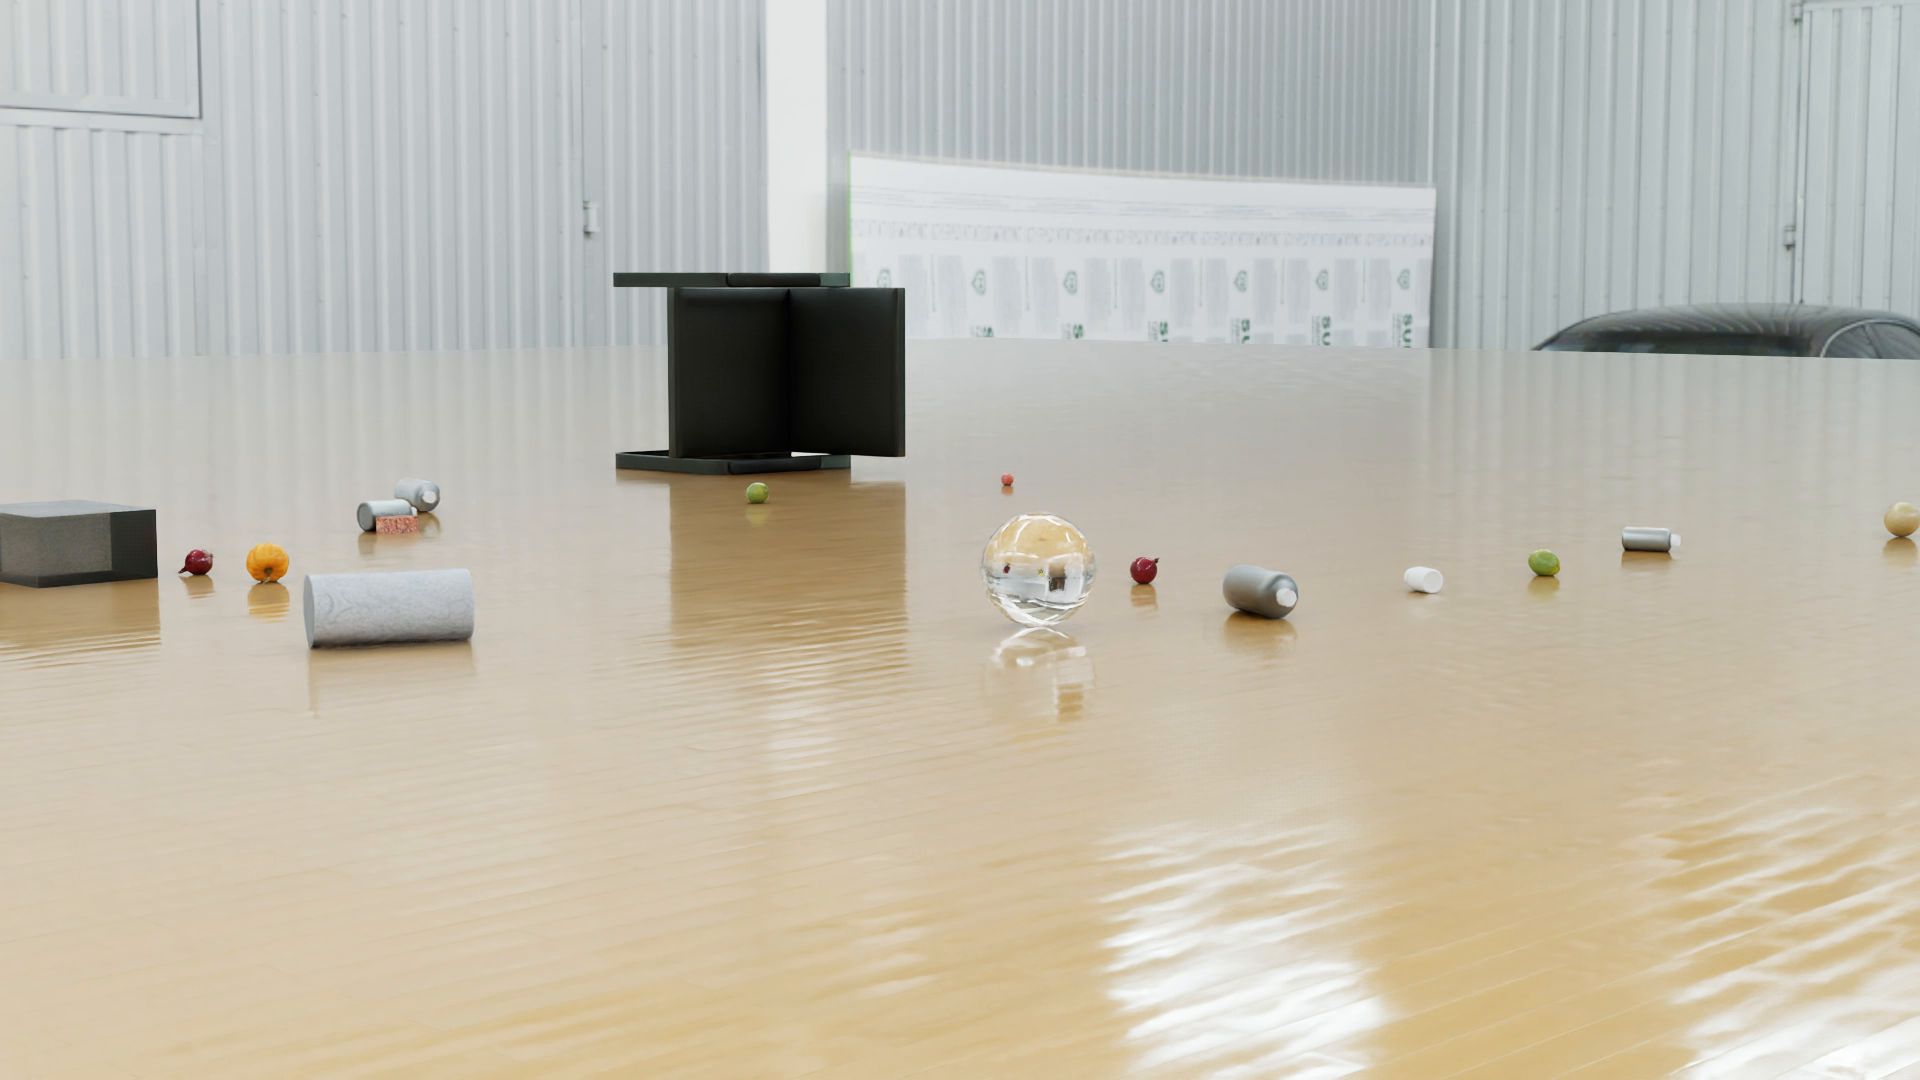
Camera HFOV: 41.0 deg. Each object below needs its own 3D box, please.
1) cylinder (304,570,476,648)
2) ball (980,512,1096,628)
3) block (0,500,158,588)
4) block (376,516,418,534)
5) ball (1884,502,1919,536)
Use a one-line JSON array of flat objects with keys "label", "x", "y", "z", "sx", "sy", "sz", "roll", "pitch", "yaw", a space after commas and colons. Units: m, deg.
[{"label": "cylinder", "x": -1.024, "y": 0.122, "z": 4.604, "sx": 0.282, "sy": 0.128, "sz": 0.132, "roll": -2, "pitch": 21, "yaw": -23}, {"label": "ball", "x": 0.147, "y": 0.056, "z": 4.815, "sx": 0.217, "sy": 0.217, "sz": 0.217, "roll": 0, "pitch": 6, "yaw": 0}, {"label": "block", "x": -1.978, "y": 0.005, "z": 5.632, "sx": 0.357, "sy": 0.150, "sz": 0.275, "roll": 6, "pitch": 8, "yaw": 44}, {"label": "block", "x": -1.446, "y": -0.039, "z": 6.594, "sx": 0.064, "sy": 0.040, "sz": 0.085, "roll": 4, "pitch": 7, "yaw": 37}, {"label": "ball", "x": 2.382, "y": -0.052, "z": 6.484, "sx": 0.089, "sy": 0.089, "sz": 0.089, "roll": 0, "pitch": 6, "yaw": 0}]
